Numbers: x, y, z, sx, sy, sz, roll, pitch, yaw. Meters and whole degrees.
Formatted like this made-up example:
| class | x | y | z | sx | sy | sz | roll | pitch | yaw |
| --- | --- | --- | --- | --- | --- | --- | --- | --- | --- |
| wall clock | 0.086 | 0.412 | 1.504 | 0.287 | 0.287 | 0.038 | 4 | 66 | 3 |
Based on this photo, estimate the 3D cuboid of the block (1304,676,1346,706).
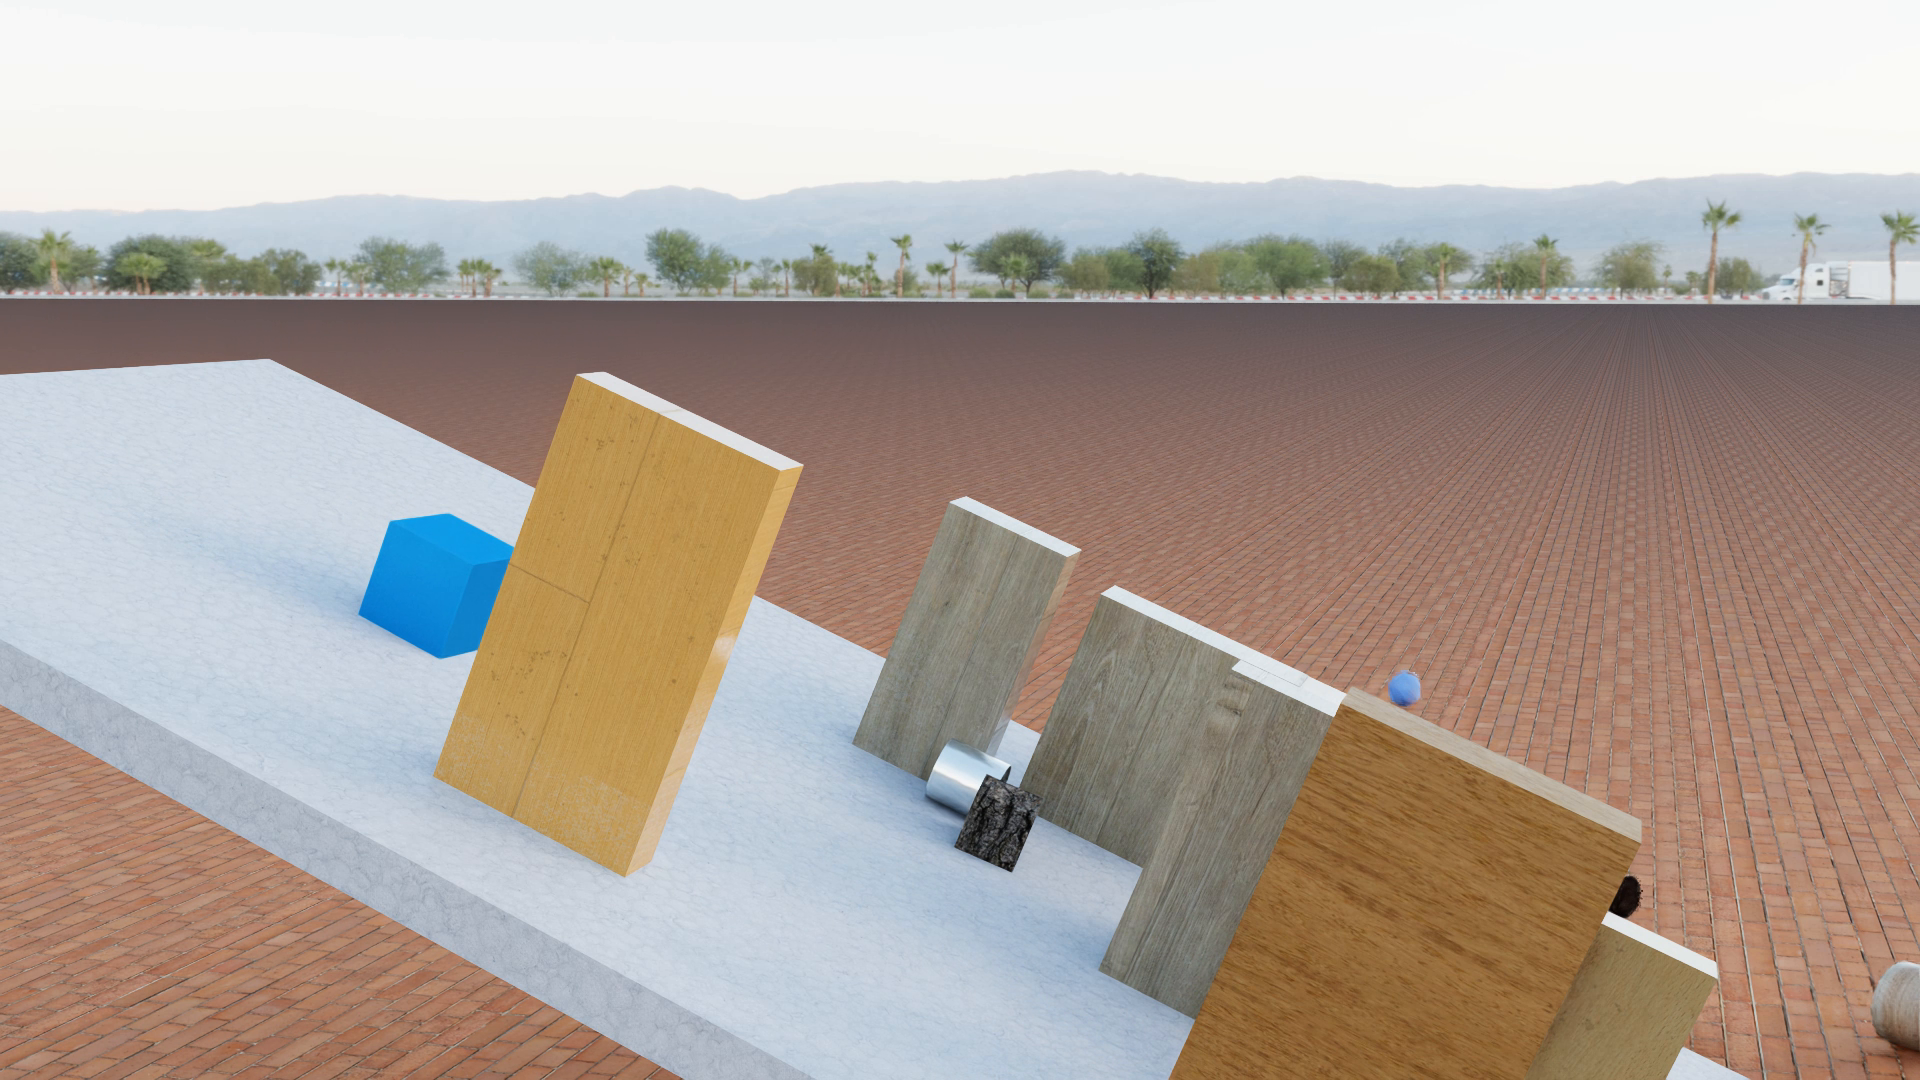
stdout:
| class | x | y | z | sx | sy | sz | roll | pitch | yaw |
| --- | --- | --- | --- | --- | --- | --- | --- | --- | --- |
| block | 0.642 | 0.484 | 4.755 | 0.407 | 0.418 | 0.136 | 25 | 13 | 13 |

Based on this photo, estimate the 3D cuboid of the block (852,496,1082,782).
| class | x | y | z | sx | sy | sz | roll | pitch | yaw |
| --- | --- | --- | --- | --- | --- | --- | --- | --- | --- |
| block | 0.012 | 0.220 | 4.490 | 0.265 | 0.550 | 0.116 | 25 | 13 | 13 |

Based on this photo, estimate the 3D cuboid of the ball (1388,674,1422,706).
| class | x | y | z | sx | sy | sz | roll | pitch | yaw |
| --- | --- | --- | --- | --- | --- | --- | --- | --- | --- |
| ball | 1.913 | 0.644 | 9.456 | 0.141 | 0.141 | 0.141 | 0 | 7 | 0 |

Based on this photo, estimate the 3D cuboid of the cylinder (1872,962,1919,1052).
| class | x | y | z | sx | sy | sz | roll | pitch | yaw |
| --- | --- | --- | --- | --- | --- | --- | --- | --- | --- |
| cylinder | 2.315 | 1.124 | 5.224 | 0.197 | 0.197 | 0.197 | -4 | 8 | -30 |

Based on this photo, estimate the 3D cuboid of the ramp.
| class | x | y | z | sx | sy | sz | roll | pitch | yaw |
| --- | --- | --- | --- | --- | --- | --- | --- | --- | --- |
| ramp | -0.299 | 0.527 | 4.190 | 4.000 | 0.100 | 2.000 | 25 | 13 | 13 |

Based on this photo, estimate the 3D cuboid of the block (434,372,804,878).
| class | x | y | z | sx | sy | sz | roll | pitch | yaw |
| --- | --- | --- | --- | --- | --- | --- | --- | --- | --- |
| block | -0.554 | 0.135 | 3.528 | 0.371 | 0.715 | 0.098 | 25 | 13 | 13 |

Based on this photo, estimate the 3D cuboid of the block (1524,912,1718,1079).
| class | x | y | z | sx | sy | sz | roll | pitch | yaw |
| --- | --- | --- | --- | --- | --- | --- | --- | --- | --- |
| block | 0.934 | 0.852 | 3.430 | 0.258 | 0.556 | 0.082 | 25 | 13 | 13 |

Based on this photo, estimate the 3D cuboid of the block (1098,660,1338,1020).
| class | x | y | z | sx | sy | sz | roll | pitch | yaw |
| --- | --- | --- | --- | --- | --- | --- | --- | --- | --- |
| block | 0.522 | 0.559 | 3.840 | 0.346 | 0.601 | 0.094 | 25 | 13 | 13 |

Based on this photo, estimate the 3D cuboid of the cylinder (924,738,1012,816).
| class | x | y | z | sx | sy | sz | roll | pitch | yaw |
| --- | --- | --- | --- | --- | --- | --- | --- | --- | --- |
| cylinder | 0.016 | 0.480 | 4.387 | 0.129 | 0.129 | 0.129 | 25 | 12 | 11 |

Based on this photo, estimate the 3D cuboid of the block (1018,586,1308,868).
| class | x | y | z | sx | sy | sz | roll | pitch | yaw |
| --- | --- | --- | --- | --- | --- | --- | --- | --- | --- |
| block | 0.409 | 0.411 | 4.518 | 0.439 | 0.484 | 0.127 | 25 | 13 | 13 |

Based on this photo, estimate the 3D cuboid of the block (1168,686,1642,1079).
| class | x | y | z | sx | sy | sz | roll | pitch | yaw |
| --- | --- | --- | --- | --- | --- | --- | --- | --- | --- |
| block | 0.578 | 0.661 | 3.084 | 0.429 | 0.794 | 0.130 | 25 | 13 | 13 |

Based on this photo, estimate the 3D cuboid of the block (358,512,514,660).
| class | x | y | z | sx | sy | sz | roll | pitch | yaw |
| --- | --- | --- | --- | --- | --- | --- | --- | --- | --- |
| block | -0.983 | 0.085 | 4.195 | 0.195 | 0.195 | 0.195 | 26 | 13 | 17 |

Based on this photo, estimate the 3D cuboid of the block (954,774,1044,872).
| class | x | y | z | sx | sy | sz | roll | pitch | yaw |
| --- | --- | --- | --- | --- | --- | --- | --- | --- | --- |
| block | 0.076 | 0.545 | 4.239 | 0.121 | 0.121 | 0.121 | 23 | 13 | 4 |

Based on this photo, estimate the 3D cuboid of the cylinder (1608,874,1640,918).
| class | x | y | z | sx | sy | sz | roll | pitch | yaw |
| --- | --- | --- | --- | --- | --- | --- | --- | --- | --- |
| cylinder | 1.884 | 1.021 | 6.381 | 0.125 | 0.125 | 0.125 | -5 | 8 | -34 |
